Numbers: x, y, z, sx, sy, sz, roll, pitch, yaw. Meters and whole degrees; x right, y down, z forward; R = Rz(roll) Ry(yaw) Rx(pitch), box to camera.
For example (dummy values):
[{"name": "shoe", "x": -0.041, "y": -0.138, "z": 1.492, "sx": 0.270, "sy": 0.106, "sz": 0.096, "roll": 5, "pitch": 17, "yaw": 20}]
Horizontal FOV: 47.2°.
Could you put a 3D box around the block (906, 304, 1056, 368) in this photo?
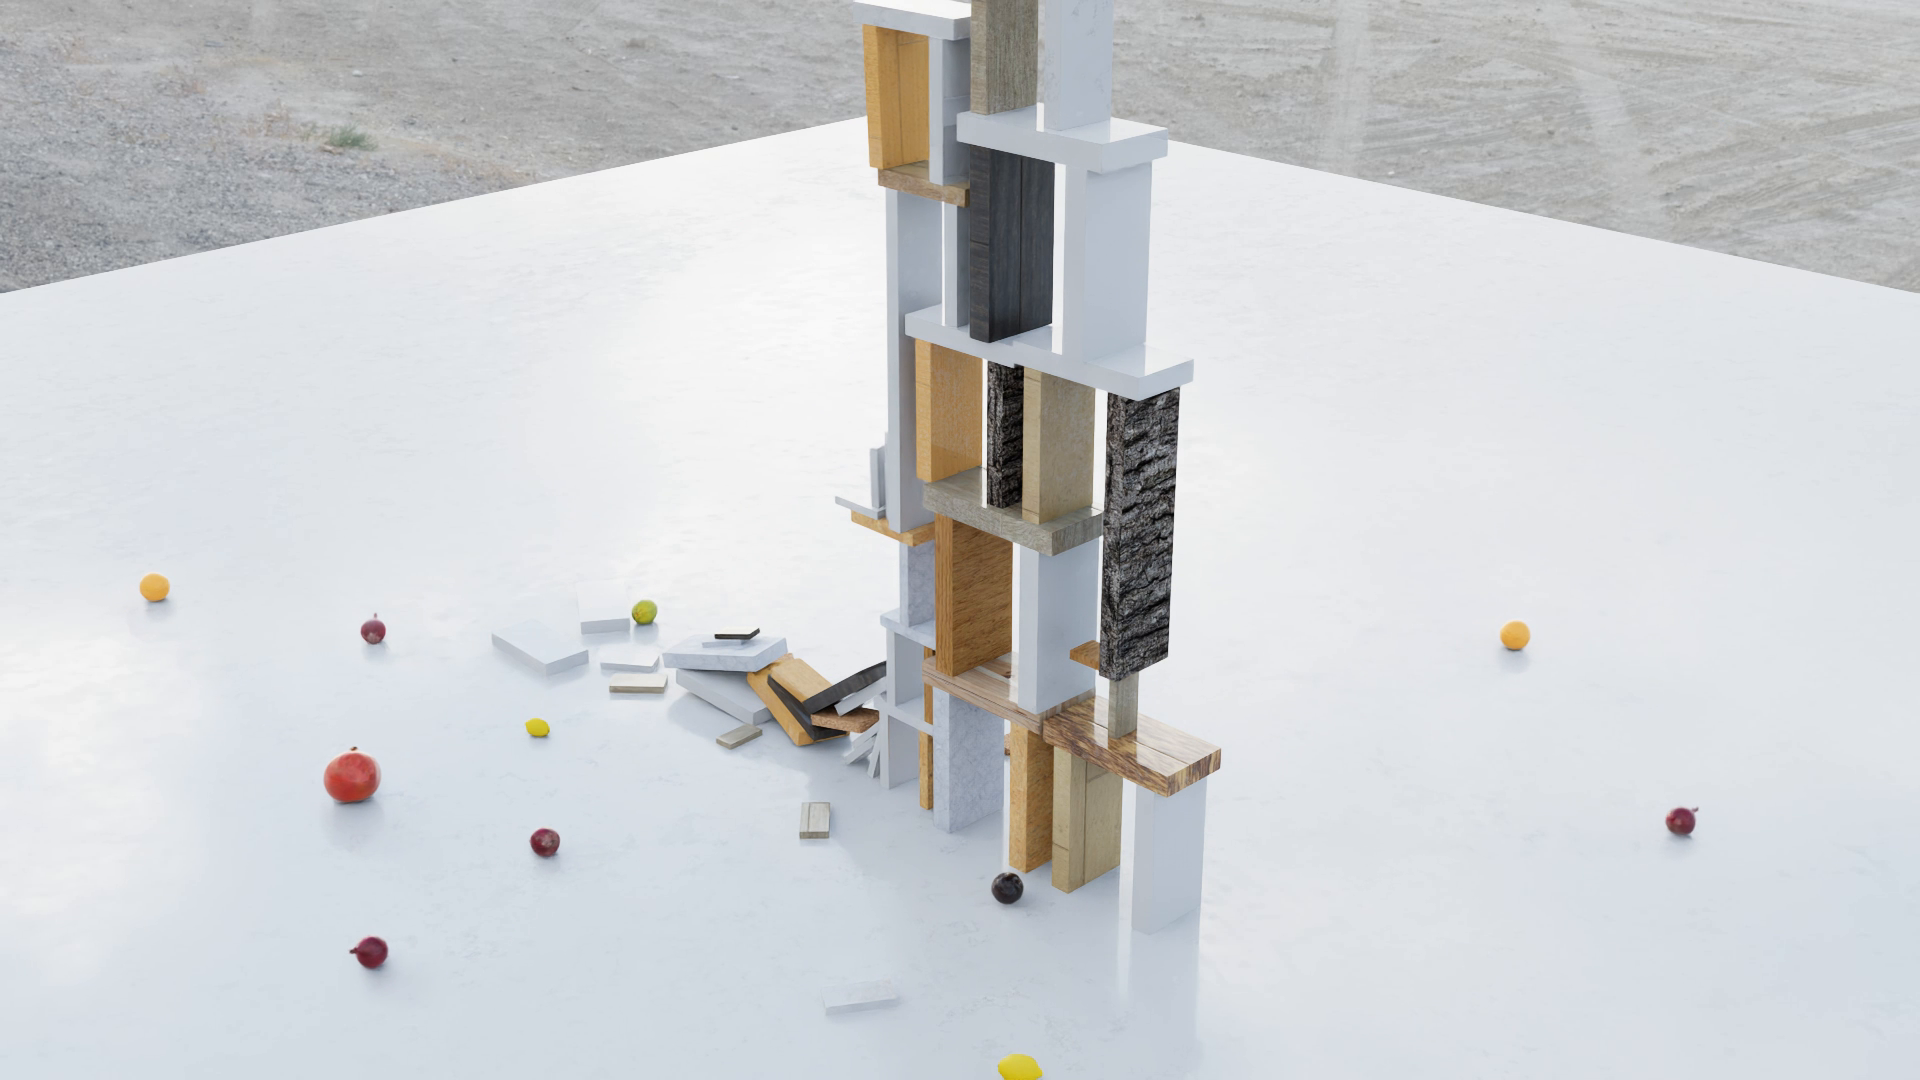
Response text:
[{"name": "block", "x": 0.046, "y": -0.379, "z": 4.015, "sx": 0.276, "sy": 0.039, "sz": 0.138, "roll": 21, "pitch": 31, "yaw": 40}]

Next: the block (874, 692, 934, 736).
[{"name": "block", "x": -0.084, "y": 0.344, "z": 4.467, "sx": 0.088, "sy": 0.025, "sz": 0.176, "roll": -21, "pitch": 31, "yaw": -40}]

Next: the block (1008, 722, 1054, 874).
[{"name": "block", "x": 0.166, "y": 0.472, "z": 4.247, "sx": 0.044, "sy": 0.314, "sz": 0.157, "roll": 21, "pitch": 31, "yaw": 41}]

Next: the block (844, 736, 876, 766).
[{"name": "block", "x": -0.190, "y": 0.435, "z": 4.616, "sx": 0.059, "sy": 0.017, "sz": 0.119, "roll": -21, "pitch": -13, "yaw": -41}]

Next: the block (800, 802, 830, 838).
[{"name": "block", "x": -0.291, "y": 0.563, "z": 4.414, "sx": 0.058, "sy": 0.016, "sz": 0.116, "roll": -1, "pitch": 23, "yaw": -1}]

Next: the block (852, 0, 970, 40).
[{"name": "block", "x": -0.056, "y": -0.928, "z": 3.895, "sx": 0.128, "sy": 0.036, "sz": 0.257, "roll": -21, "pitch": 31, "yaw": -40}]

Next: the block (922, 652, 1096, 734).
[{"name": "block", "x": 0.092, "y": 0.278, "z": 4.245, "sx": 0.314, "sy": 0.044, "sz": 0.157, "roll": 21, "pitch": 31, "yaw": 41}]

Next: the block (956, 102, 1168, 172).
[{"name": "block", "x": 0.172, "y": -0.690, "z": 3.743, "sx": 0.334, "sy": 0.047, "sz": 0.167, "roll": 21, "pitch": 31, "yaw": 40}]

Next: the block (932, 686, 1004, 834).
[{"name": "block", "x": 0.018, "y": 0.414, "z": 4.383, "sx": 0.044, "sy": 0.314, "sz": 0.157, "roll": 21, "pitch": 31, "yaw": 41}]

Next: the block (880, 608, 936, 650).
[{"name": "block", "x": -0.071, "y": 0.172, "z": 4.377, "sx": 0.084, "sy": 0.024, "sz": 0.168, "roll": -21, "pitch": 31, "yaw": -40}]

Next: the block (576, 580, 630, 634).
[{"name": "block", "x": -0.868, "y": 0.161, "z": 5.340, "sx": 0.116, "sy": 0.033, "sz": 0.232, "roll": -5, "pitch": 23, "yaw": -11}]

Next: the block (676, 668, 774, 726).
[{"name": "block", "x": -0.502, "y": 0.331, "z": 4.907, "sx": 0.254, "sy": 0.036, "sz": 0.127, "roll": 25, "pitch": 33, "yaw": 36}]

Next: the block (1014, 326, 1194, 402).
[{"name": "block", "x": 0.247, "y": -0.311, "z": 3.820, "sx": 0.290, "sy": 0.041, "sz": 0.145, "roll": 21, "pitch": 31, "yaw": 40}]

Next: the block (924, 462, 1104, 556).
[{"name": "block", "x": 0.105, "y": -0.060, "z": 4.080, "sx": 0.329, "sy": 0.047, "sz": 0.165, "roll": 21, "pitch": 31, "yaw": 41}]

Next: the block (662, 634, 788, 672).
[{"name": "block", "x": -0.528, "y": 0.252, "z": 4.937, "sx": 0.254, "sy": 0.036, "sz": 0.127, "roll": 0, "pitch": 18, "yaw": 30}]

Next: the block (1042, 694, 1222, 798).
[{"name": "block", "x": 0.314, "y": 0.376, "z": 4.047, "sx": 0.302, "sy": 0.043, "sz": 0.151, "roll": 21, "pitch": 31, "yaw": 41}]

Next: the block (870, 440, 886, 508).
[{"name": "block", "x": -0.153, "y": -0.132, "z": 4.331, "sx": 0.018, "sy": 0.124, "sz": 0.062, "roll": 11, "pitch": 25, "yaw": 28}]

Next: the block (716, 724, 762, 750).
[{"name": "block", "x": -0.476, "y": 0.424, "z": 4.745, "sx": 0.046, "sy": 0.013, "sz": 0.093, "roll": 20, "pitch": 30, "yaw": 38}]

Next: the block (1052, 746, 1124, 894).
[{"name": "block", "x": 0.243, "y": 0.507, "z": 4.180, "sx": 0.043, "sy": 0.301, "sz": 0.151, "roll": 21, "pitch": 31, "yaw": 41}]

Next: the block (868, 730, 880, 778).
[{"name": "block", "x": -0.155, "y": 0.438, "z": 4.578, "sx": 0.059, "sy": 0.119, "sz": 0.017, "roll": -21, "pitch": 48, "yaw": -40}]

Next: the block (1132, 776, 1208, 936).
[{"name": "block", "x": 0.386, "y": 0.562, "z": 4.049, "sx": 0.043, "sy": 0.301, "sz": 0.151, "roll": 21, "pitch": 31, "yaw": 41}]

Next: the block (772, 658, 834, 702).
[{"name": "block", "x": -0.330, "y": 0.317, "z": 4.778, "sx": 0.079, "sy": 0.022, "sz": 0.158, "roll": -18, "pitch": 40, "yaw": -38}]

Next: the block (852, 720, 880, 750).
[{"name": "block", "x": -0.172, "y": 0.398, "z": 4.588, "sx": 0.059, "sy": 0.017, "sz": 0.119, "roll": -20, "pitch": -14, "yaw": -43}]

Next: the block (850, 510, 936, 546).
[{"name": "block", "x": -0.122, "y": -0.036, "z": 4.342, "sx": 0.090, "sy": 0.026, "sz": 0.181, "roll": -21, "pitch": 31, "yaw": -40}]

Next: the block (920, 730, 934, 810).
[{"name": "block", "x": -0.042, "y": 0.452, "z": 4.469, "sx": 0.088, "sy": 0.176, "sz": 0.025, "roll": -21, "pitch": 31, "yaw": -40}]

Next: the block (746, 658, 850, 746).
[{"name": "block", "x": -0.354, "y": 0.352, "z": 4.815, "sx": 0.127, "sy": 0.036, "sz": 0.254, "roll": -10, "pitch": 36, "yaw": -30}]

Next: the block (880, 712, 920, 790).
[{"name": "block", "x": -0.125, "y": 0.420, "z": 4.545, "sx": 0.088, "sy": 0.176, "sz": 0.025, "roll": -21, "pitch": 31, "yaw": -40}]

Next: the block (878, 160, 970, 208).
[{"name": "block", "x": -0.031, "y": -0.647, "z": 3.978, "sx": 0.113, "sy": 0.032, "sz": 0.226, "roll": -21, "pitch": 31, "yaw": -40}]

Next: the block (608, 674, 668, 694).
[{"name": "block", "x": -0.727, "y": 0.325, "z": 4.973, "sx": 0.123, "sy": 0.017, "sz": 0.062, "roll": 1, "pitch": 23, "yaw": 2}]

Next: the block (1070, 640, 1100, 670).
[{"name": "block", "x": 0.268, "y": 0.219, "z": 4.021, "sx": 0.125, "sy": 0.018, "sz": 0.063, "roll": 21, "pitch": 31, "yaw": 40}]
